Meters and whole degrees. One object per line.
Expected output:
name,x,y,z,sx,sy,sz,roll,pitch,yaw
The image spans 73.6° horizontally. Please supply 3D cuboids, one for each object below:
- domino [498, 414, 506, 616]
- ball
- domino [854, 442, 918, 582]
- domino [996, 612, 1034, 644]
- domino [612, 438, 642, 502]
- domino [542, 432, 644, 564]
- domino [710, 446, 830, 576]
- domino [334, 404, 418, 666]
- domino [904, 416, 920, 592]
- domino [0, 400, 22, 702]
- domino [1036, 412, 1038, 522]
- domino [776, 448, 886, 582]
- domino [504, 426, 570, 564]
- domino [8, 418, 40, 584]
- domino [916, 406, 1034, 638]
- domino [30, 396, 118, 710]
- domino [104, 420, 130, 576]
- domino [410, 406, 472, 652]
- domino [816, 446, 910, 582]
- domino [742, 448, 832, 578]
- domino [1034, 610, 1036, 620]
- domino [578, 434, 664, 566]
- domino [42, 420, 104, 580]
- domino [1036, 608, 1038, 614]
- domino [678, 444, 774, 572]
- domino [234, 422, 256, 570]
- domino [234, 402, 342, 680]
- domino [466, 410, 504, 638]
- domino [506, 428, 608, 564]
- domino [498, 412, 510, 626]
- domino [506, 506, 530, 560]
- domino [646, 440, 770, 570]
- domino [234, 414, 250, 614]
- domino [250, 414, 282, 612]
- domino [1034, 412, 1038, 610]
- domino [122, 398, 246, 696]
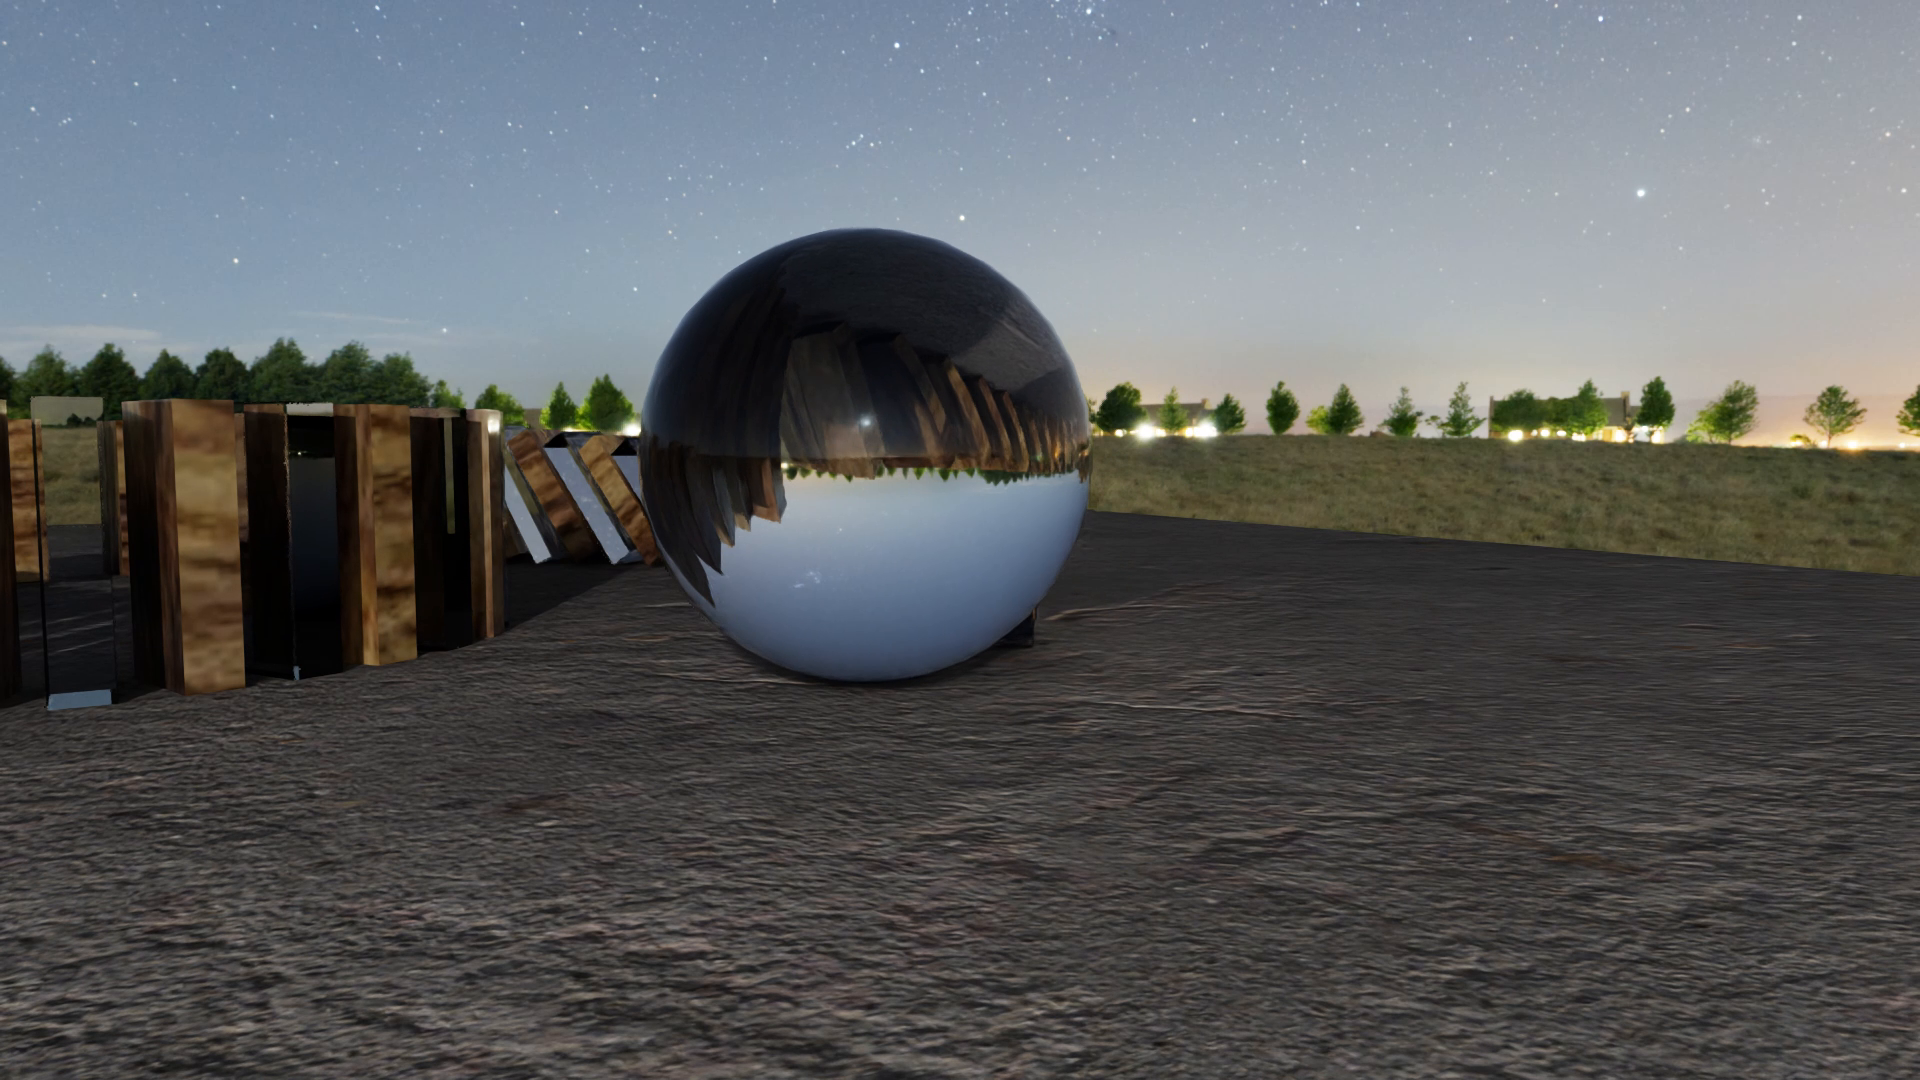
domino,-0.126,-0.006,0.314,0.025,0.050,0.009,-2,5,-30
ball,-0.016,-0.015,0.229,0.080,0.080,0.080,0,4,0
domino,-0.015,-0.009,0.395,0.025,0.009,0.050,5,44,-25
domino,0.003,-0.003,0.273,0.025,0.050,0.009,0,-12,2
domino,-0.100,-0.014,0.456,0.009,0.050,0.025,-42,-16,25
domino,-0.128,-0.016,0.465,0.009,0.050,0.025,-34,-7,17
domino,-0.061,-0.011,0.433,0.025,0.010,0.050,-5,51,-48
domino,-0.121,-0.001,0.254,0.025,0.050,0.009,2,5,22
domino,-0.002,-0.011,0.373,0.025,0.050,0.009,-1,-12,-12
domino,-0.163,0.002,0.209,0.009,0.050,0.025,-2,5,-24
domino,0.007,-0.008,0.332,0.025,0.050,0.009,0,-12,2
domino,-0.037,-0.009,0.413,0.025,0.009,0.050,-3,49,-37
domino,-0.156,-0.017,0.467,0.009,0.050,0.025,-26,2,7
domino,-0.295,-0.012,0.399,0.025,0.050,0.009,3,5,34
domino,0.003,-0.004,0.283,0.025,0.050,0.009,0,-12,2
domino,-0.149,0.001,0.216,0.010,0.050,0.025,-3,5,-34
domino,-0.275,-0.014,0.423,0.025,0.050,0.010,4,6,44
domino,-0.117,-0.003,0.269,0.025,0.050,0.009,1,4,12
domino,-0.026,-0.009,0.404,0.025,0.009,0.050,0,46,-30
domino,-0.049,-0.010,0.423,0.025,0.010,0.050,-4,49,-43
domino,0.005,-0.005,0.302,0.025,0.050,0.009,0,-12,2
domino,-0.114,-0.015,0.461,0.009,0.050,0.025,-38,-12,22
domino,-0.285,-0.013,0.412,0.025,0.050,0.009,3,6,39
domino,0.006,-0.006,0.312,0.025,0.050,0.010,0,-12,2
domino,-0.074,-0.012,0.441,0.025,0.050,0.009,-5,-37,-52
domino,-0.251,-0.016,0.443,0.009,0.050,0.025,-3,5,-33
domino,-0.128,0.000,0.239,0.025,0.050,0.009,3,5,30
domino,-0.116,-0.004,0.284,0.025,0.050,0.009,0,4,-6
domino,-0.142,-0.016,0.466,0.009,0.050,0.025,-30,-1,10
domino,-0.119,-0.005,0.299,0.025,0.050,0.009,-2,5,-20
domino,-0.170,-0.017,0.466,0.009,0.050,0.025,-22,4,2
domino,-0.086,-0.013,0.449,0.009,0.050,0.025,-46,-22,29
domino,-0.191,-0.007,0.326,0.025,0.050,0.010,4,6,43
domino,-0.179,-0.008,0.336,0.009,0.050,0.025,-2,5,-27
domino,0.007,-0.007,0.322,0.025,0.050,0.009,0,-12,2
domino,-0.137,0.001,0.227,0.025,0.050,0.009,4,6,41
